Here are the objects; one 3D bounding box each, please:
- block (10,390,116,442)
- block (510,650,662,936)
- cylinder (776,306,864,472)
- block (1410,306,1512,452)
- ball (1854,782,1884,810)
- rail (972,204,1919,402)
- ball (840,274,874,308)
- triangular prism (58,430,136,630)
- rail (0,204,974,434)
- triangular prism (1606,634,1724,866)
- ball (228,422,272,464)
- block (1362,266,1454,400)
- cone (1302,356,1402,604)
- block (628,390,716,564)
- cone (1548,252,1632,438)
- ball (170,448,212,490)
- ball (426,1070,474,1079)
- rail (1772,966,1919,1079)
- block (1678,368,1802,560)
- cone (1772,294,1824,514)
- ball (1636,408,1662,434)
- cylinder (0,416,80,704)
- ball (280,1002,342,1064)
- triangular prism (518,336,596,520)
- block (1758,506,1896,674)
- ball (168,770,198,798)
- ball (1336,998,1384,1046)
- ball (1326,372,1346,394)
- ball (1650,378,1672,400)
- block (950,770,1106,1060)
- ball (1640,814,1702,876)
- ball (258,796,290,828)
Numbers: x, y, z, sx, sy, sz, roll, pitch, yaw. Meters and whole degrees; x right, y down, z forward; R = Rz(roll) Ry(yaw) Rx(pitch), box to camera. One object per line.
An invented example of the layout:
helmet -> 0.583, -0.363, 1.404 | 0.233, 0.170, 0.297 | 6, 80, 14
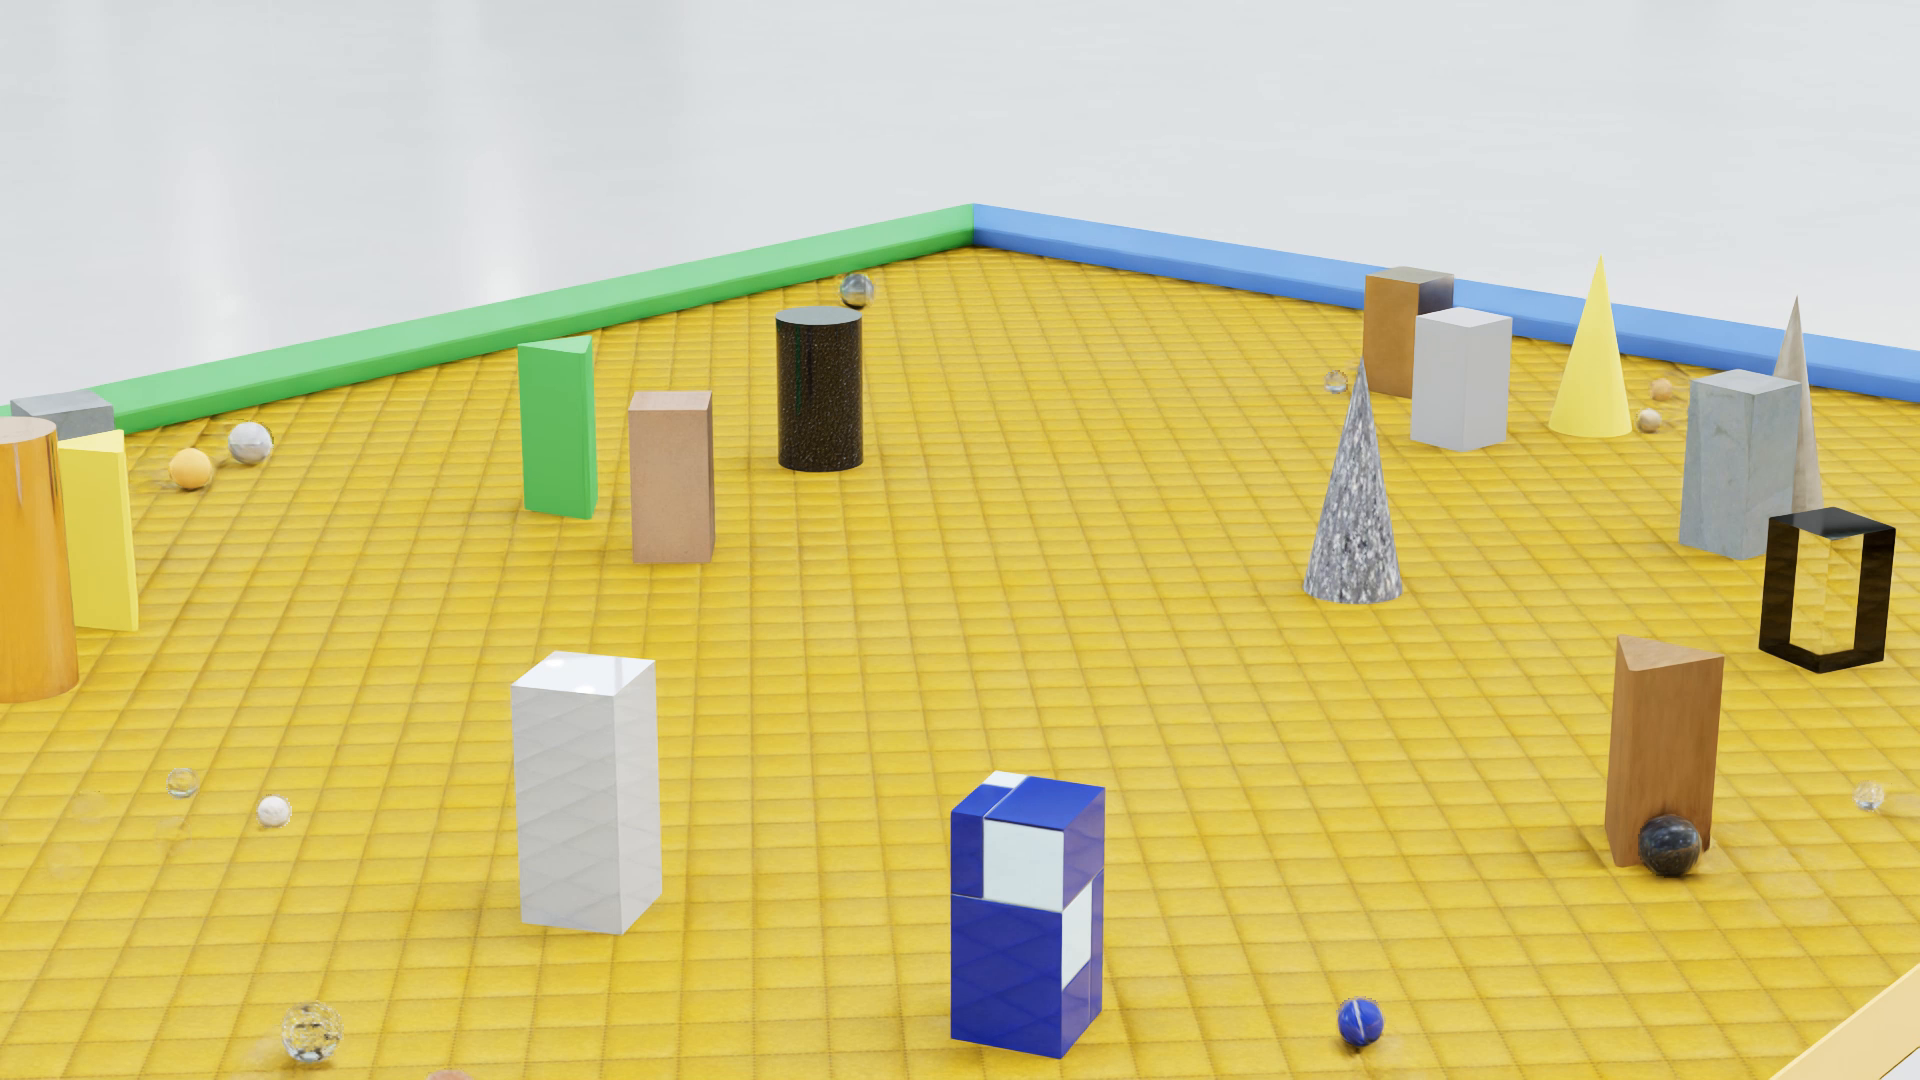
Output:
block -> -1.575, -0.092, 5.183 | 0.140, 0.311, 0.140 | -11, 20, -31
block -> -0.480, 0.325, 3.785 | 0.140, 0.325, 0.140 | 5, 18, 15
cylinder -> -0.282, -0.305, 5.899 | 0.174, 0.301, 0.174 | 0, 17, 0
block -> 1.035, -0.333, 6.058 | 0.140, 0.262, 0.140 | -14, 22, -39
ball -> 1.286, 0.363, 4.150 | 0.040, 0.040, 0.040 | 0, 17, 0
rail -> 1.537, -0.486, 6.816 | 4.021, 0.113, 0.045 | 14, 22, 39
ball -> -0.257, -0.620, 7.307 | 0.087, 0.087, 0.087 | 0, 17, 0
triangular prism -> -1.437, -0.020, 4.946 | 0.151, 0.310, 0.131 | 5, 17, 15
rail -> -1.500, -0.350, 6.369 | 0.045, 0.113, 4.737 | 14, 22, 39
triangular prism -> 0.931, 0.281, 4.005 | 0.151, 0.281, 0.131 | -7, 18, -23
ball -> -1.431, -0.195, 5.907 | 0.087, 0.087, 0.087 | 0, 17, 0
block -> 0.990, -0.460, 6.484 | 0.140, 0.258, 0.140 | 15, 22, 40
cone -> 0.687, -0.118, 5.072 | 0.174, 0.424, 0.174 | 0, 17, 0
block -> -0.520, -0.115, 5.303 | 0.140, 0.284, 0.140 | 0, 17, -1
cone -> 1.333, -0.420, 6.147 | 0.174, 0.377, 0.174 | 0, 17, 0
ball -> -1.505, -0.139, 5.734 | 0.080, 0.080, 0.080 | 0, 17, 0
ball -> -0.564, 0.622, 3.234 | 0.076, 0.076, 0.076 | 0, 17, 0
rail -> 1.500, 0.407, 3.876 | 0.045, 0.113, 4.737 | 14, 22, 39
block -> 1.420, -0.139, 5.339 | 0.140, 0.309, 0.140 | -13, 21, -37
cone -> 1.548, -0.248, 5.483 | 0.174, 0.435, 0.174 | 0, 17, 0
ball -> 1.444, -0.249, 6.145 | 0.052, 0.052, 0.052 | 0, 17, 0
cylinder -> -1.489, 0.030, 4.597 | 0.174, 0.417, 0.174 | 0, 17, 0
ball -> -0.754, 0.573, 3.408 | 0.070, 0.070, 0.070 | 0, 17, 0
triangular prism -> -0.736, -0.220, 5.584 | 0.151, 0.322, 0.131 | 9, 19, 27
block -> 1.407, 0.080, 4.762 | 0.140, 0.226, 0.140 | -9, 19, -26
ball -> -1.111, 0.349, 4.193 | 0.042, 0.042, 0.042 | 0, 17, 0
ball -> 0.471, 0.568, 3.450 | 0.055, 0.055, 0.055 | 0, 17, 0
ball -> 0.830, -0.347, 6.477 | 0.045, 0.045, 0.045 | 0, 17, 0
ball -> 1.534, -0.330, 6.416 | 0.048, 0.048, 0.048 | 0, 17, 0
block -> 0.080, 0.441, 3.465 | 0.140, 0.289, 0.140 | 7, 18, 22
ball -> 0.952, 0.409, 3.928 | 0.082, 0.082, 0.082 | 0, 17, 0
ball -> -0.958, 0.379, 4.091 | 0.043, 0.043, 0.043 | 0, 17, 0
